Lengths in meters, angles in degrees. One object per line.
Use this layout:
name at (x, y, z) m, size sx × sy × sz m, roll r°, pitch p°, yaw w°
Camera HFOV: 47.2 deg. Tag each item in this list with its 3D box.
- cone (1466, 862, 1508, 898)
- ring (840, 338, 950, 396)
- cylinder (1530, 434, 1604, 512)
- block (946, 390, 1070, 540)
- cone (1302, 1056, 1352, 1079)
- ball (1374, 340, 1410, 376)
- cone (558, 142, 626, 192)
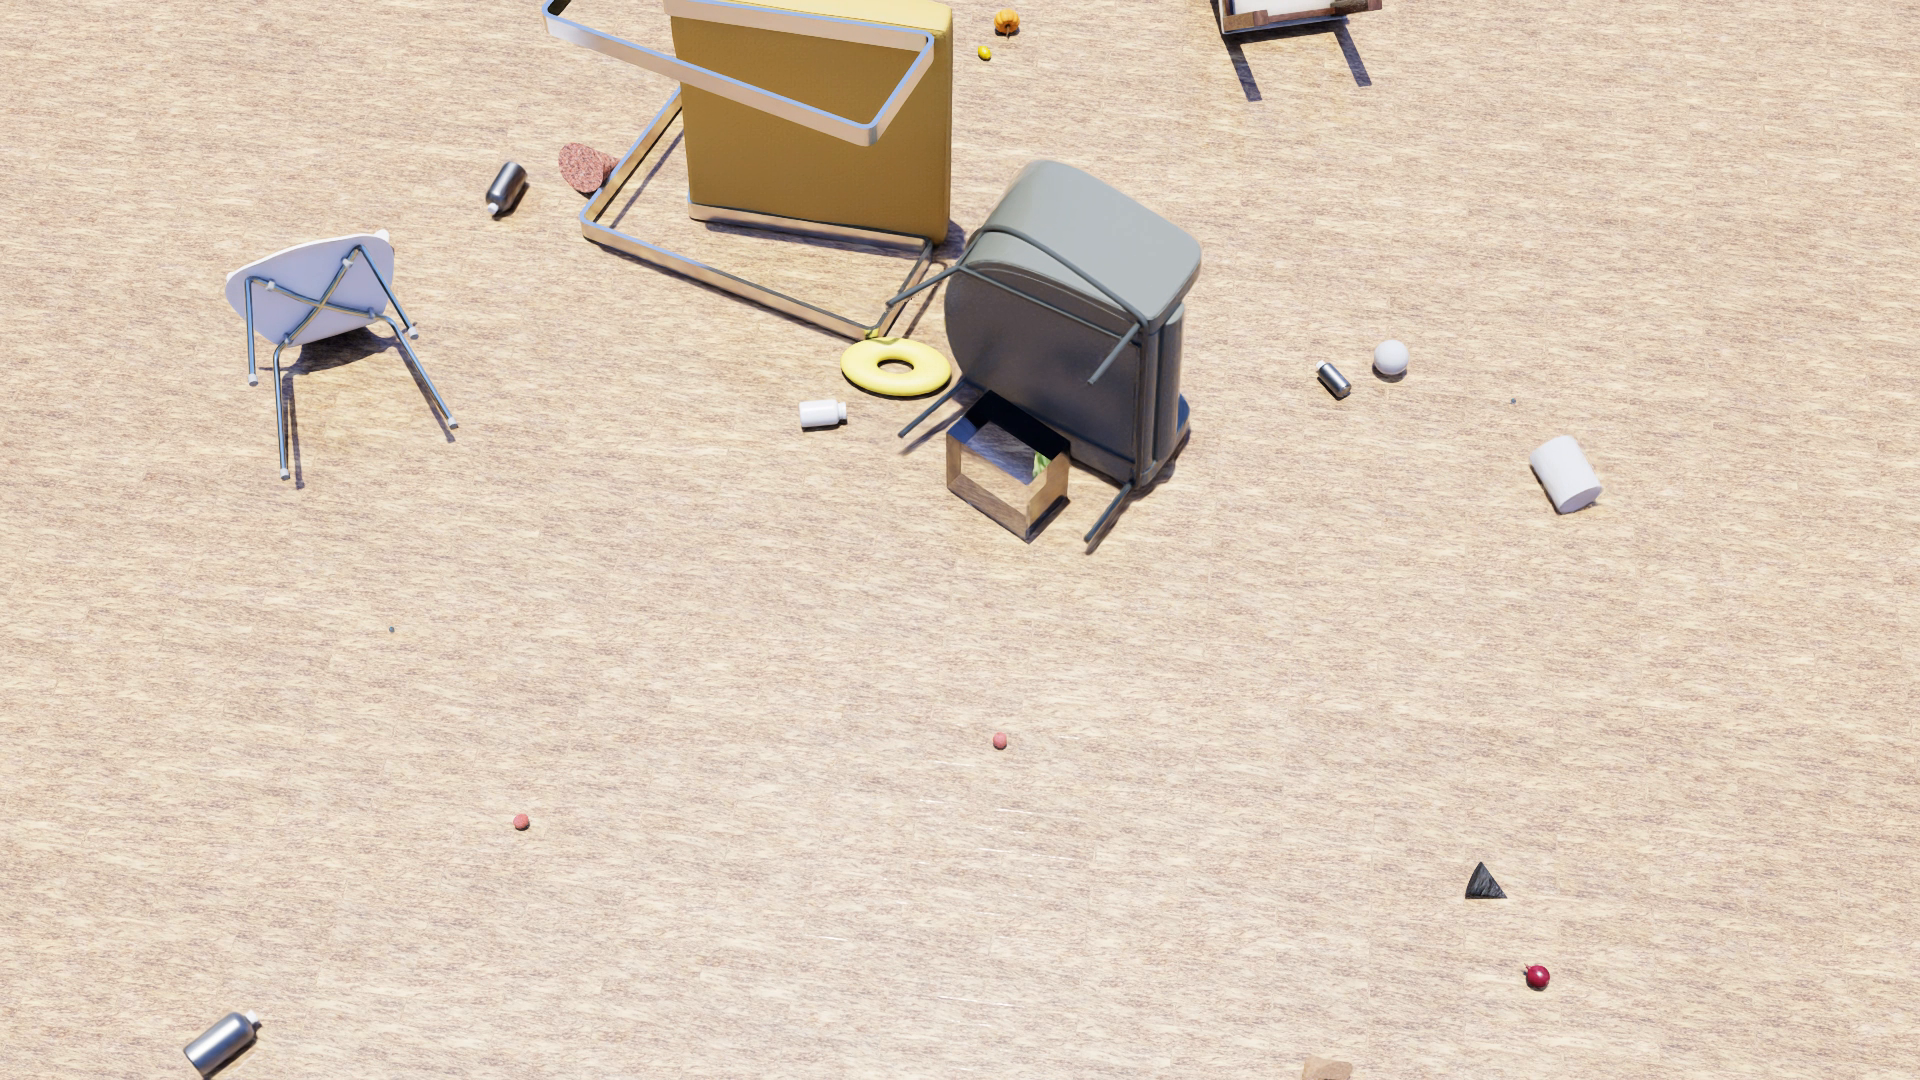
cone at (1.432, 0.939, 5.926) m, size 0.108 × 0.061 × 0.107 m, roll 31°, pitch 59°, yaw 1°
ring at (-0.202, -0.545, 6.904) m, size 0.352 × 0.060 × 0.218 m, roll 8°, pitch 56°, yaw 6°
cylinder at (1.831, -0.200, 6.644) m, size 0.145 × 0.094 × 0.201 m, roll -29°, pitch 57°, yaw 12°
block at (0.141, -0.224, 6.555) m, size 0.305 × 0.281 × 0.205 m, roll 34°, pitch 63°, yaw 21°
cone at (0.913, 1.354, 5.640) m, size 0.162 × 0.094 × 0.095 m, roll -19°, pitch 31°, yaw -17°
ball at (1.352, -0.572, 6.890) m, size 0.112 × 0.112 × 0.112 m, roll 0°, pitch 56°, yaw 0°
cone at (-1.195, -1.257, 7.368) m, size 0.187 × 0.160 × 0.255 m, roll -16°, pitch 28°, yaw -42°
